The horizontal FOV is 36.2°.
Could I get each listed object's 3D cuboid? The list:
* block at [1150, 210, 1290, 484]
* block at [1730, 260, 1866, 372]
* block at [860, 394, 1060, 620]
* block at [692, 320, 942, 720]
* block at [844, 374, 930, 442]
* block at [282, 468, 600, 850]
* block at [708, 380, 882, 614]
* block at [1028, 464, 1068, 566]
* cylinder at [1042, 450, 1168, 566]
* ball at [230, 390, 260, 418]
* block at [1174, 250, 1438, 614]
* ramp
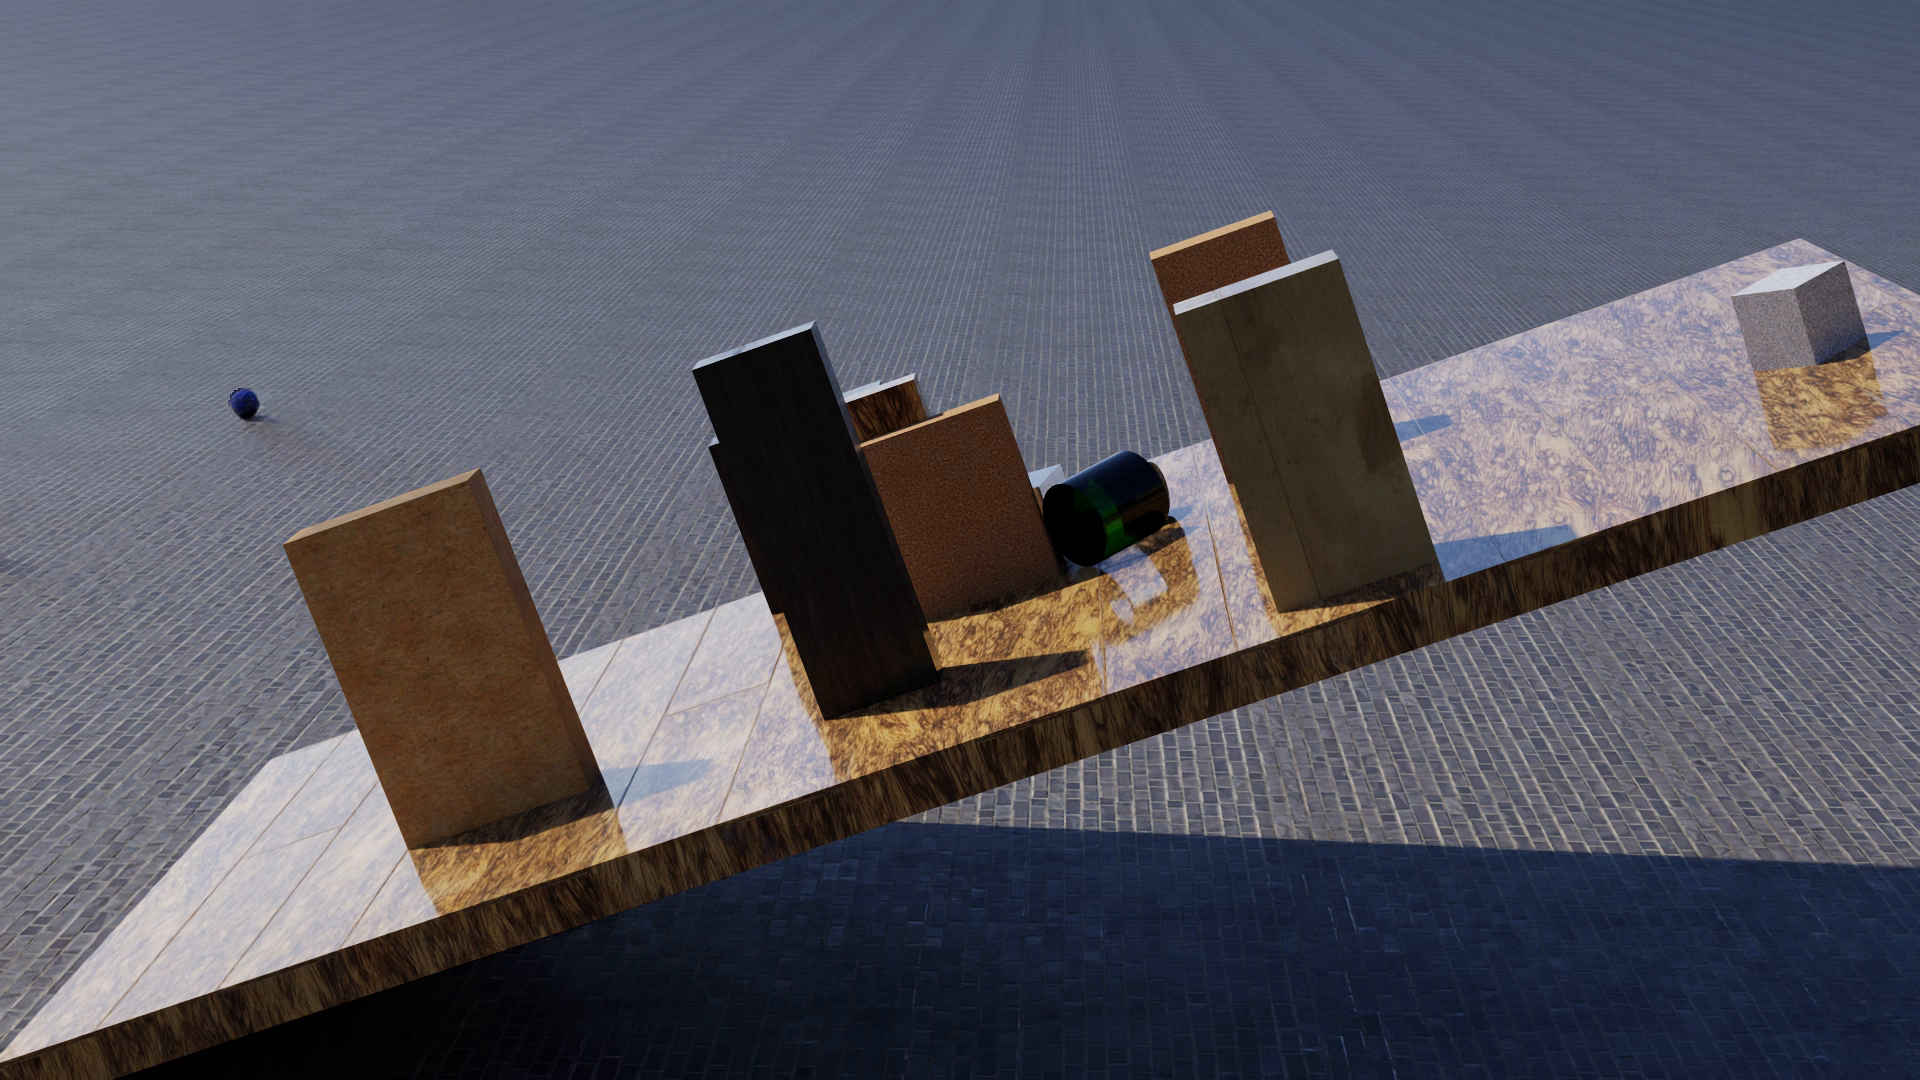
[{"bbox_3d":[0.653,-0.435,6.640,0.289,0.538,0.132,-19,11,6],"label":"block"},{"bbox_3d":[1.679,-0.447,5.887,0.162,0.162,0.162,-27,13,-31],"label":"block"},{"bbox_3d":[-0.002,-0.068,6.364,0.324,0.407,0.089,-19,11,6],"label":"block"},{"bbox_3d":[-0.277,-0.036,5.805,0.246,0.746,0.111,-19,11,6],"label":"block"},{"bbox_3d":[-0.144,-0.082,6.441,0.274,0.498,0.087,-19,11,6],"label":"block"},{"bbox_3d":[-1.051,0.243,5.993,0.400,0.678,0.134,-19,11,6],"label":"block"},{"bbox_3d":[-0.318,-0.101,7.006,0.427,0.433,0.115,-19,11,6],"label":"block"},{"bbox_3d":[0.146,-0.036,6.535,0.182,0.182,0.182,-16,12,21],"label":"block"},{"bbox_3d":[0.315,-0.068,6.367,0.193,0.193,0.193,-28,27,-34],"label":"cylinder"},{"bbox_3d":[-3.116,-0.595,12.820,0.123,0.123,0.123,0,13,0],"label":"ball"},{"bbox_3d":[0.635,-0.199,5.409,0.308,0.587,0.136,-19,11,6],"label":"block"},{"bbox_3d":[0.112,0.178,6.301,4.000,0.100,2.000,-19,11,6],"label":"ramp"}]
